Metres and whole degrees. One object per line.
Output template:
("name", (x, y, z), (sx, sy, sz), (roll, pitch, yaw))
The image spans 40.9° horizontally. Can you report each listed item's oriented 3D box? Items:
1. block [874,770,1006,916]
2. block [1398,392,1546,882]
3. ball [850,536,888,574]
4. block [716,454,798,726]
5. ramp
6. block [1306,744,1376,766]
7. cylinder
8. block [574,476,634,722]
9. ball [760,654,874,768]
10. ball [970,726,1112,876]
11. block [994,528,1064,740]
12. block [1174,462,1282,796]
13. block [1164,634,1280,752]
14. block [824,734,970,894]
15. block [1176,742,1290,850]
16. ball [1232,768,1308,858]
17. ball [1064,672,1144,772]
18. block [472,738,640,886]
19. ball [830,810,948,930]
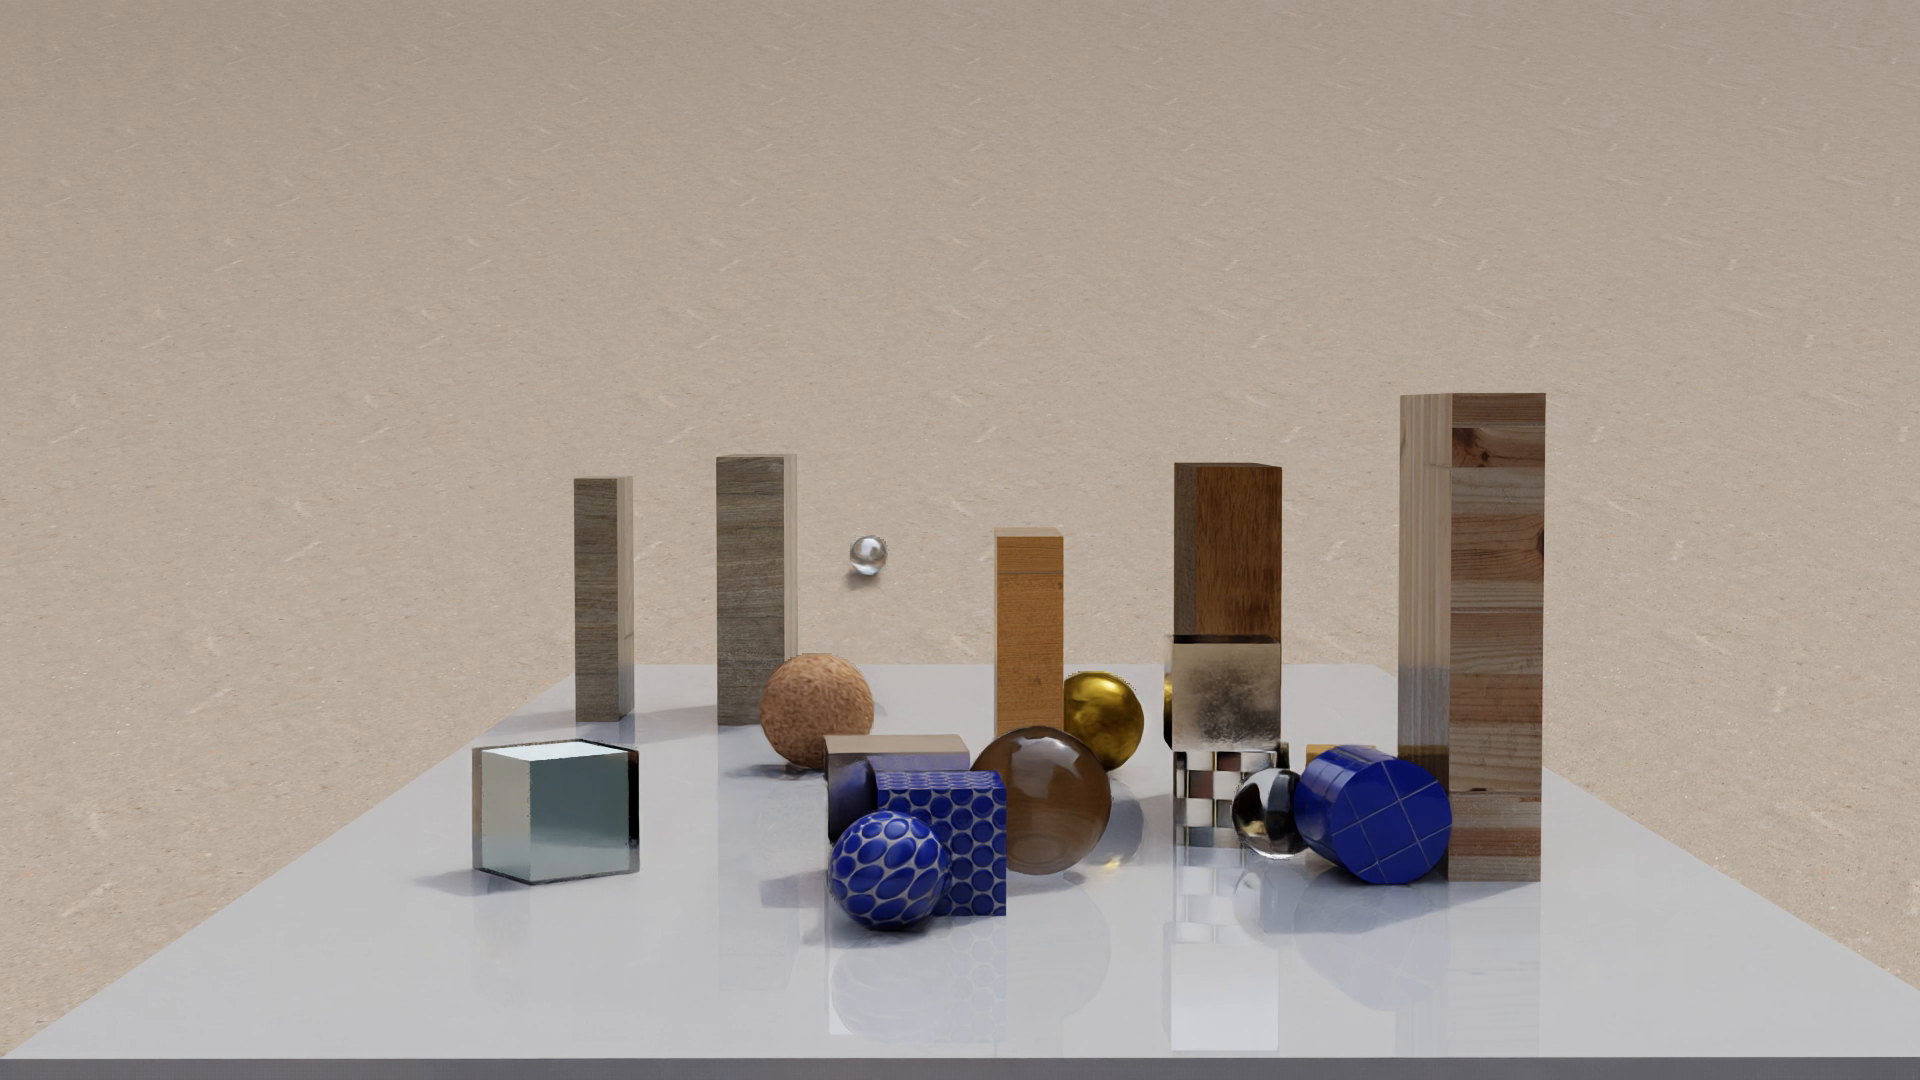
("block", (-0.027, 0.391, 3.325), (0.162, 0.162, 0.162), (0, 3, -3))
("block", (0.724, 0.123, 3.675), (0.125, 0.662, 0.407), (0, 3, 0))
("ball", (-0.260, 0.044, 7.303), (0.109, 0.109, 0.109), (0, 22, 0))
("block", (-0.427, 0.094, 5.453), (0.137, 0.547, 0.440), (0, 3, 0))
("ramp", (0.051, 0.463, 4.534), (2.000, 0.100, 4.000), (0, 3, 0))
("block", (0.598, 0.382, 4.032), (0.109, 0.109, 0.109), (0, 3, 8))
("cylinder", (0.565, 0.376, 3.538), (0.170, 0.170, 0.170), (-4, 3, -10))
("block", (-0.750, 0.118, 5.432), (0.089, 0.502, 0.261), (0, 3, 0))
("ball", (-0.256, 0.307, 4.612), (0.205, 0.205, 0.205), (0, 22, 0))
("ball", (0.106, 0.359, 3.539), (0.205, 0.205, 0.205), (0, 22, 0))
("block", (0.099, 0.218, 3.792), (0.094, 0.461, 0.313), (0, 3, 0))
("block", (0.423, 0.157, 4.105), (0.130, 0.553, 0.397), (0, 3, 0))
("block", (0.388, 0.226, 3.830), (0.158, 0.158, 0.158), (0, 3, 0))
("block", (-0.088, 0.370, 3.496), (0.187, 0.187, 0.187), (0, 3, -5))
("block", (0.407, 0.376, 3.824), (0.142, 0.142, 0.142), (1, 3, 17))
("ball", (0.453, 0.390, 3.672), (0.129, 0.129, 0.129), (0, 22, 0))
("ball", (0.235, 0.323, 4.534), (0.180, 0.180, 0.180), (0, 22, 0))
("block", (-0.563, 0.375, 3.575), (0.169, 0.169, 0.169), (-2, 4, -38))
("ball", (-0.088, 0.407, 3.168), (0.146, 0.146, 0.146), (0, 22, 0))
